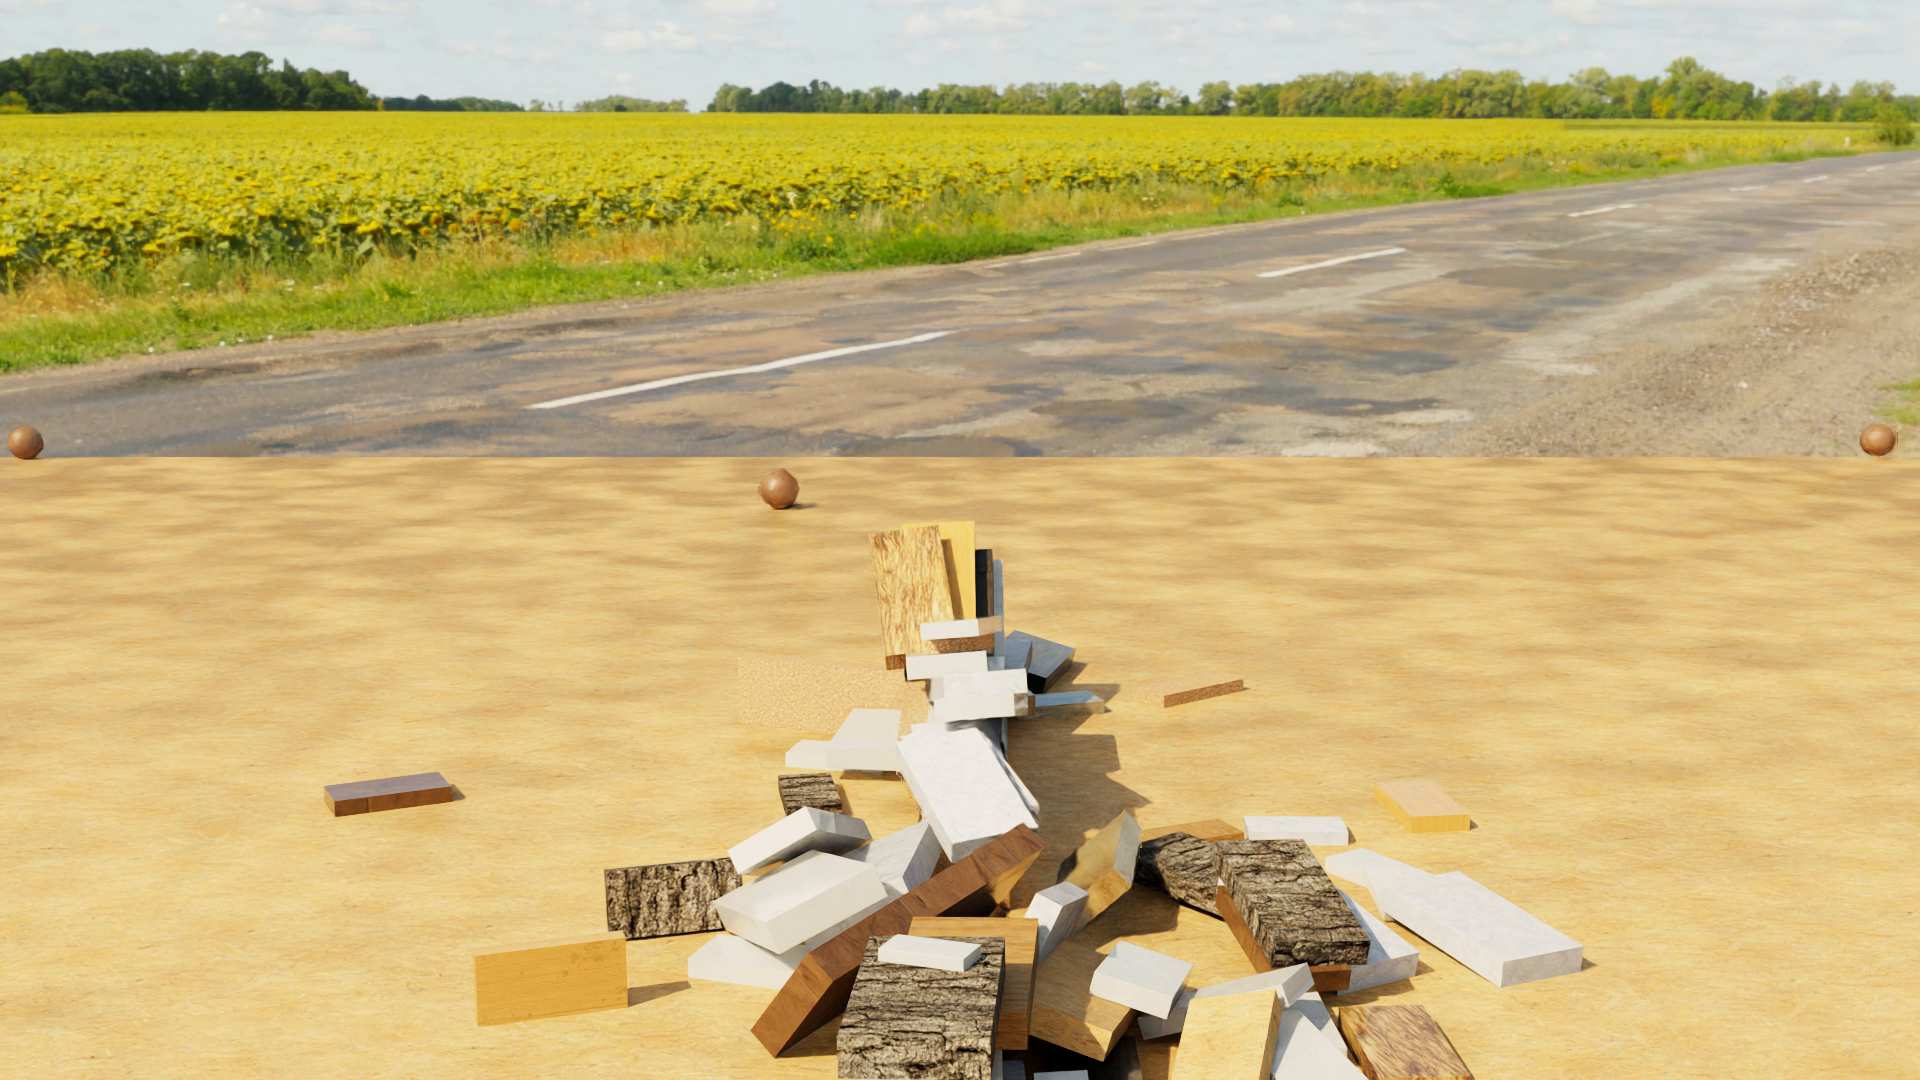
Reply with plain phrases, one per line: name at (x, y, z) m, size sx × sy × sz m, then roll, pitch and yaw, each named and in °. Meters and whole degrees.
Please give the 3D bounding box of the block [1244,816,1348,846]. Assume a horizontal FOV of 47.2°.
block at (0.604, 0.523, 3.960) m, size 0.176 × 0.025 × 0.088 m, roll 0°, pitch 11°, yaw 1°

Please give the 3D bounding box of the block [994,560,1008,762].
block at (0.004, 0.250, 4.552) m, size 0.180 × 0.051 × 0.541 m, roll -3°, pitch 43°, yaw 2°

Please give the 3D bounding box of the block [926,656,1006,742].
block at (0.014, 0.313, 4.208) m, size 0.139 × 0.039 × 0.433 m, roll -3°, pitch 15°, yaw 3°

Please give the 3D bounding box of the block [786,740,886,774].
block at (-0.238, 0.436, 4.422) m, size 0.203 × 0.029 × 0.101 m, roll 3°, pitch 11°, yaw 14°

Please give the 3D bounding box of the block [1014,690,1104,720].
block at (0.205, 0.362, 4.819) m, size 0.200 × 0.028 × 0.100 m, roll -3°, pitch 11°, yaw -17°

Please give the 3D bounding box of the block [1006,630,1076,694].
block at (0.158, 0.282, 5.095) m, size 0.154 × 0.044 × 0.309 m, roll 17°, pitch 14°, yaw 12°

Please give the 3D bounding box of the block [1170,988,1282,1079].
block at (0.344, 0.677, 2.865) m, size 0.120 × 0.034 × 0.239 m, roll -12°, pitch 21°, yaw 20°

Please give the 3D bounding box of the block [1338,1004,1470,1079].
block at (0.602, 0.697, 2.997) m, size 0.120 × 0.034 × 0.240 m, roll -1°, pitch 11°, yaw -3°

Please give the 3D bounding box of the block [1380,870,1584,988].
block at (0.807, 0.602, 3.421) m, size 0.151 × 0.043 × 0.302 m, roll -5°, pitch 16°, yaw -25°

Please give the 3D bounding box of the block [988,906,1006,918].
block at (0.003, 0.577, 3.489) m, size 0.072 × 0.020 × 0.143 m, roll -22°, pitch 35°, yaw -27°

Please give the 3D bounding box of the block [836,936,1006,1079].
block at (-0.040, 0.553, 2.626) m, size 0.172 × 0.049 × 0.344 m, roll 0°, pitch 9°, yaw 4°

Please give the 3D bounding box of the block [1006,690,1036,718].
block at (0.044, 0.323, 4.744) m, size 0.155 × 0.044 × 0.310 m, roll -3°, pitch 11°, yaw -14°

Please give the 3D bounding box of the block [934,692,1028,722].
block at (0.040, 0.298, 3.918) m, size 0.139 × 0.039 × 0.277 m, roll -5°, pitch -5°, yaw 6°

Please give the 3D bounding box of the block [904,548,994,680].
block at (-0.020, 0.164, 4.570) m, size 0.180 × 0.051 × 0.359 m, roll -2°, pitch 43°, yaw 3°

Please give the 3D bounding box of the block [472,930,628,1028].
block at (-0.588, 0.630, 3.160) m, size 0.214 × 0.107 × 0.030 m, roll -4°, pitch 11°, yaw -19°

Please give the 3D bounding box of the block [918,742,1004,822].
block at (0.004, 0.469, 3.879) m, size 0.148 × 0.042 × 0.296 m, roll 0°, pitch 35°, yaw 1°

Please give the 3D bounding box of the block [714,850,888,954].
block at (-0.249, 0.546, 3.344) m, size 0.180 × 0.051 × 0.359 m, roll -26°, pitch 4°, yaw -18°

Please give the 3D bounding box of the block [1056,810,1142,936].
block at (0.218, 0.543, 3.565) m, size 0.146 × 0.041 × 0.292 m, roll -42°, pitch 3°, yaw 13°

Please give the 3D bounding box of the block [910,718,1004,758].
block at (0.006, 0.412, 3.813) m, size 0.148 × 0.042 × 0.296 m, roll -4°, pitch 29°, yaw -7°

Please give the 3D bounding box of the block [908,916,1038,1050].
block at (0.009, 0.568, 2.844) m, size 0.172 × 0.049 × 0.344 m, roll 0°, pitch 9°, yaw 5°

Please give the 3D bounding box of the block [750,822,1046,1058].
block at (-0.079, 0.570, 3.187) m, size 0.051 × 0.180 × 0.534 m, roll 45°, pitch 34°, yaw 16°

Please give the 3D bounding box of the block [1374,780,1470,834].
block at (0.858, 0.495, 4.096) m, size 0.109 × 0.031 × 0.218 m, roll -1°, pitch 11°, yaw -7°

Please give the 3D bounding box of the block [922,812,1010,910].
block at (0.009, 0.516, 3.709) m, size 0.148 × 0.042 × 0.296 m, roll 0°, pitch 28°, yaw 1°

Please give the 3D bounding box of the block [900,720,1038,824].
block at (0.013, 0.406, 3.738) m, size 0.139 × 0.039 × 0.277 m, roll -11°, pitch 30°, yaw -20°

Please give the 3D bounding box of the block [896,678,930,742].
block at (-0.022, 0.348, 4.258) m, size 0.180 × 0.051 × 0.359 m, roll -3°, pitch 15°, yaw 2°

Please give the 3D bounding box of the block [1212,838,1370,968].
block at (0.491, 0.539, 3.284) m, size 0.144 × 0.041 × 0.288 m, roll 1°, pitch 23°, yaw -13°

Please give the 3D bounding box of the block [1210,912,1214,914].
block at (0.466, 0.591, 3.615) m, size 0.063 × 0.018 × 0.127 m, roll 6°, pitch 12°, yaw 29°

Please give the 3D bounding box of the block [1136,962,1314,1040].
block at (0.369, 0.641, 3.057) m, size 0.223 × 0.032 × 0.112 m, roll -20°, pitch -4°, yaw 27°

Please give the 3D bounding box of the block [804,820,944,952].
block at (-0.137, 0.540, 3.481) m, size 0.180 × 0.051 × 0.359 m, roll -24°, pitch 4°, yaw 9°

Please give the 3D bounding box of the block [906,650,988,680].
block at (-0.028, 0.234, 4.191) m, size 0.148 × 0.042 × 0.295 m, roll -4°, pitch -1°, yaw -2°
